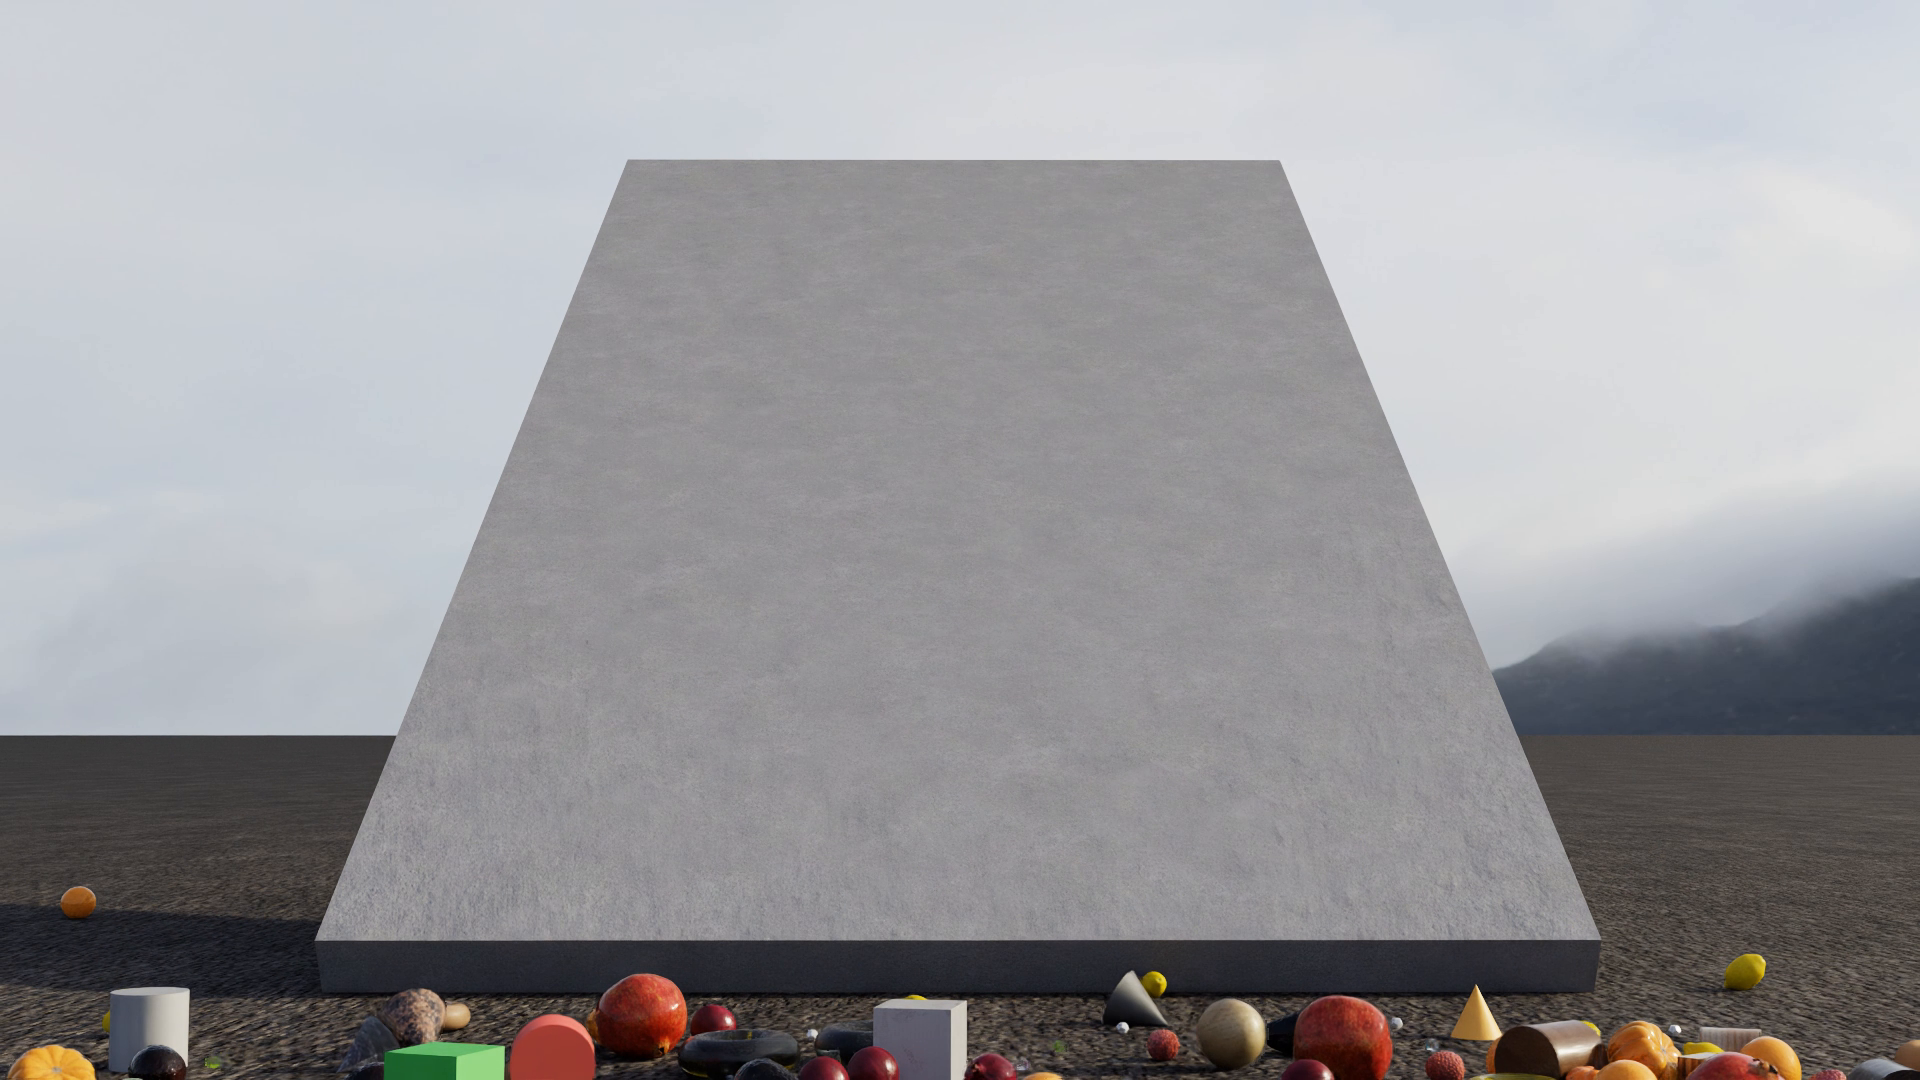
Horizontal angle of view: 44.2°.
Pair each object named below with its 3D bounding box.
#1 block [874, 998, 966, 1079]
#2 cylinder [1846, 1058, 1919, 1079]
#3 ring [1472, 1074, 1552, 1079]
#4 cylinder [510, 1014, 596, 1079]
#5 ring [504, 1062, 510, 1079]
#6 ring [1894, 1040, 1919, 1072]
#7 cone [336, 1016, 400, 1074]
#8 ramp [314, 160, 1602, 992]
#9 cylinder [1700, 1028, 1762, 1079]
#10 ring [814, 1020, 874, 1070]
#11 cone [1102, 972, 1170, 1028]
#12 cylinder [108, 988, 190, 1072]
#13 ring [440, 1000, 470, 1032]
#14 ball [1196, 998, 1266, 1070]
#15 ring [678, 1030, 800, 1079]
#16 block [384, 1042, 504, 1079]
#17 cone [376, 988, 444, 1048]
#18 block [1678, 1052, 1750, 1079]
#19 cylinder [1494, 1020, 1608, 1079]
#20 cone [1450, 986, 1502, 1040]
[{"bbox_3d":[-0.046,0.589,2.765,0.092,0.092,0.092,-1,-5,11],"label":"block"},{"bbox_3d":[0.938,0.566,2.375,0.077,0.077,0.077,0,-4,2],"label":"cylinder"},{"bbox_3d":[0.595,0.598,2.536,0.117,0.039,0.117,-1,-4,0],"label":"ring"},{"bbox_3d":[-0.450,0.577,2.615,0.093,0.093,0.093,1,-5,-9],"label":"cylinder"},{"bbox_3d":[-0.479,0.617,2.737,0.098,0.033,0.098,1,-5,0],"label":"ring"},{"bbox_3d":[1.164,0.613,2.765,0.134,0.045,0.134,1,-3,0],"label":"ring"},{"bbox_3d":[-0.728,0.628,2.868,0.071,0.071,0.071,-5,20,47],"label":"cone"},{"bbox_3d":[-0.010,-0.228,5.485,2.000,0.100,4.000,0,27,0],"label":"ramp"},{"bbox_3d":[0.892,0.599,2.734,0.068,0.068,0.068,-2,-5,19],"label":"cylinder"},{"bbox_3d":[-0.109,0.625,2.922,0.143,0.048,0.143,1,-4,0],"label":"ring"},{"bbox_3d":[0.257,0.659,3.302,0.083,0.083,0.083,27,7,23],"label":"cone"},{"bbox_3d":[-0.994,0.600,2.900,0.092,0.092,0.092,0,-5,0],"label":"cylinder"},{"bbox_3d":[-0.731,0.658,3.268,0.106,0.035,0.106,1,-6,0],"label":"ring"},{"bbox_3d":[0.331,0.602,2.885,0.084,0.084,0.084,0,-5,0],"label":"ball"},{"bbox_3d":[-0.264,0.616,2.826,0.147,0.049,0.147,-1,-4,0],"label":"ring"},{"bbox_3d":[-0.527,0.564,2.416,0.087,0.087,0.087,-2,-5,22],"label":"block"},{"bbox_3d":[-0.684,0.633,2.996,0.092,0.092,0.092,3,21,-32],"label":"cone"},{"bbox_3d":[0.826,0.594,2.590,0.055,0.055,0.055,4,-6,-38],"label":"block"},{"bbox_3d":[0.656,0.580,2.622,0.088,0.088,0.088,4,-6,-39],"label":"cylinder"},{"bbox_3d":[0.695,0.634,3.184,0.070,0.070,0.070,0,-5,0],"label":"cone"}]
